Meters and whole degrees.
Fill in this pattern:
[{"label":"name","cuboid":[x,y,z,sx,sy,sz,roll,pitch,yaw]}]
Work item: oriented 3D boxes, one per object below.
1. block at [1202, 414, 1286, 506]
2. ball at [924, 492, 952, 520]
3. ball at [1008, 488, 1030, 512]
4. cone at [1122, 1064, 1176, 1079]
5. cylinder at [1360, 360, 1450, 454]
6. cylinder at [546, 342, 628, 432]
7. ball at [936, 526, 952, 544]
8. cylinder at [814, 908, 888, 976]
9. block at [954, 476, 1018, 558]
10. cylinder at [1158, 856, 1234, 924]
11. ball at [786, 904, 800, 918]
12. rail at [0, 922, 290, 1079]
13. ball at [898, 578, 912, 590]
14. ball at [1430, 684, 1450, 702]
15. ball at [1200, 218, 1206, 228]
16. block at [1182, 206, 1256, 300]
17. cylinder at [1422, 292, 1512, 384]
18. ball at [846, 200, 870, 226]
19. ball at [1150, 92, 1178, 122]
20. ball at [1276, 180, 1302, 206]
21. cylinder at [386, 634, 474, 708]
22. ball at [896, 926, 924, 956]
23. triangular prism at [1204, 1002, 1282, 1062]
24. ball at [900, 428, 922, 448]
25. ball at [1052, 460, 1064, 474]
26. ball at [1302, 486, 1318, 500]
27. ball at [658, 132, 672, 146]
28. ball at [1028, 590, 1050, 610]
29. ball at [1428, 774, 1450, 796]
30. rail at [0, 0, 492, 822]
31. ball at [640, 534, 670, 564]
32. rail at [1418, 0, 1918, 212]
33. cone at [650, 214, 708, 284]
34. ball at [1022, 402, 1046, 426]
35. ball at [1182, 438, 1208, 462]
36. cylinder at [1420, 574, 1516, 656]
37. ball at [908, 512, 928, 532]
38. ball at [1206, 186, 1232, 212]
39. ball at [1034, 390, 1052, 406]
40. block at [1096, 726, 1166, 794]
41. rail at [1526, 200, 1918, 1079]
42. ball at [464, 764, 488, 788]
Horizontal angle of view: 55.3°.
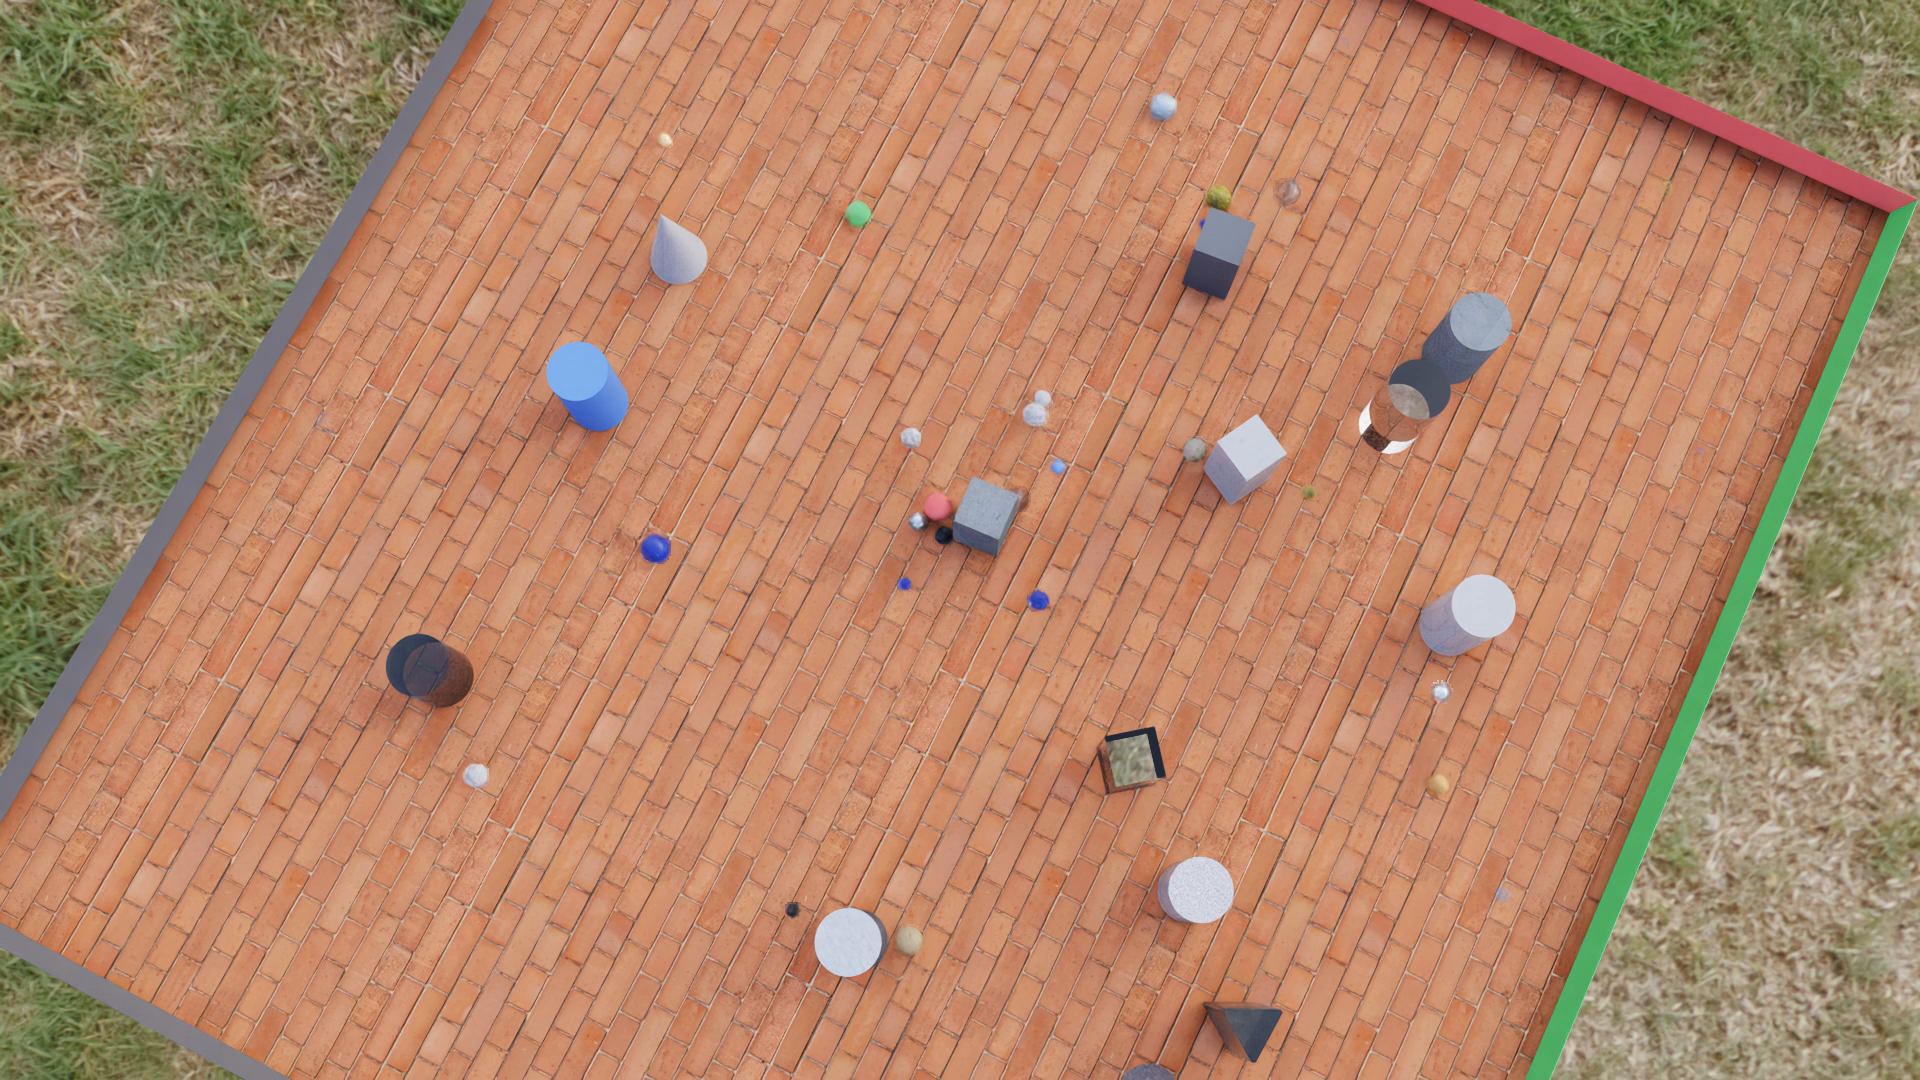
[{"label":"block","cuboid":[0.850,-0.236,5.498,0.145,0.327,0.145,-34,80,-7]},{"label":"ball","cuboid":[-0.069,-0.102,5.592,0.085,0.085,0.085,0,78,0]},{"label":"ball","cuboid":[0.173,-0.124,5.603,0.076,0.076,0.076,0,78,0]},{"label":"cone","cuboid":[0.545,1.570,5.116,0.181,0.344,0.181,0,78,0]},{"label":"cylinder","cuboid":[1.330,-0.396,5.496,0.181,0.395,0.181,0,78,0]},{"label":"cylinder","cuboid":[-1.122,-0.460,5.539,0.181,0.338,0.181,0,78,0]},{"label":"ball","cuboid":[-0.049,-0.013,5.582,0.055,0.055,0.055,0,78,0]},{"label":"cylinder","cuboid":[-0.302,1.131,5.162,0.181,0.433,0.181,0,78,0]},{"label":"block","cuboid":[0.075,-0.067,5.494,0.145,0.266,0.145,23,79,5]},{"label":"cylinder","cuboid":[0.672,1.005,5.254,0.181,0.303,0.181,0,78,0]},{"label":"ball","cuboid":[-0.488,1.086,5.371,0.041,0.041,0.041,0,78,0]},{"label":"rail","cuboid":[-1.019,2.003,5.141,4.384,0.118,0.045,26,80,5]},{"label":"ball","cuboid":[-0.166,0.134,5.568,0.041,0.041,0.041,0,78,0]},{"label":"ball","cuboid":[1.440,0.458,5.492,0.057,0.057,0.057,0,78,0]},{"label":"ball","cuboid":[0.780,-1.000,5.801,0.042,0.042,0.042,0,78,0]},{"label":"block","cuboid":[0.795,-0.879,5.642,0.145,0.306,0.145,22,79,4]},{"label":"cylinder","cuboid":[1.535,-0.610,5.568,0.181,0.341,0.181,0,78,0]},{"label":"ball","cuboid":[-0.322,-1.032,5.789,0.079,0.079,0.079,0,78,0]},{"label":"ball","cuboid":[0.650,-1.384,5.857,0.088,0.088,0.088,0,78,0]},{"label":"ball","cuboid":[1.039,-1.101,5.802,0.081,0.081,0.081,0,78,0]},{"label":"cylinder","cuboid":[-1.558,0.387,5.396,0.181,0.274,0.181,0,78,0]},{"label":"ball","cuboid":[-0.147,1.167,5.333,0.083,0.083,0.083,0,78,0]},{"label":"triangular prism","cuboid":[0.766,1.339,5.121,0.136,0.429,0.157,31,80,6]},{"label":"ball","cuboid":[-0.151,-0.315,5.648,0.065,0.065,0.065,0,78,0]},{"label":"ball","cuboid":[0.302,-0.224,5.641,0.042,0.042,0.042,0,78,0]},{"label":"ball","cuboid":[1.074,-0.143,5.624,0.043,0.043,0.043,0,78,0]},{"label":"ball","cuboid":[-0.944,-1.281,5.857,0.046,0.046,0.046,0,78,0]},{"label":"ball","cuboid":[0.239,0.184,5.547,0.061,0.061,0.061,0,78,0]},{"label":"ball","cuboid":[1.418,0.726,5.434,0.063,0.063,0.063,0,78,0]},{"label":"rail","cuboid":[-1.939,-0.943,5.750,0.045,0.118,4.606,26,80,5]},{"label":"ball","cuboid":[-0.926,0.026,5.566,0.088,0.088,0.088,0,78,0]},{"label":"rail","cuboid":[1.019,-1.990,5.966,4.384,0.118,0.045,26,80,5]},{"label":"cone","cuboid":[-0.890,-0.932,5.622,0.181,0.366,0.181,0,78,0]},{"label":"ball","cuboid":[0.230,-0.387,5.659,0.074,0.074,0.074,0,78,0]},{"label":"ball","cuboid":[0.721,-0.277,5.628,0.075,0.075,0.075,0,78,0]},{"label":"cylinder","cuboid":[1.485,0.225,5.379,0.181,0.373,0.181,0,78,0]},{"label":"ball","cuboid":[-0.128,-0.056,5.598,0.058,0.058,0.058,0,78,0]},{"label":"ball","cuboid":[0.819,-1.078,5.797,0.082,0.082,0.082,0,78,0]},{"label":"ball","cuboid":[0.256,-0.440,5.680,0.053,0.053,0.053,0,78,0]},{"label":"block","cuboid":[0.493,0.642,5.315,0.145,0.331,0.145,-11,79,-2]},{"label":"rail","cuboid":[1.939,0.956,5.358,0.045,0.118,4.606,26,80,5]},{"label":"ball","cuboid":[-1.437,0.698,5.436,0.071,0.071,0.071,0,78,0]}]
